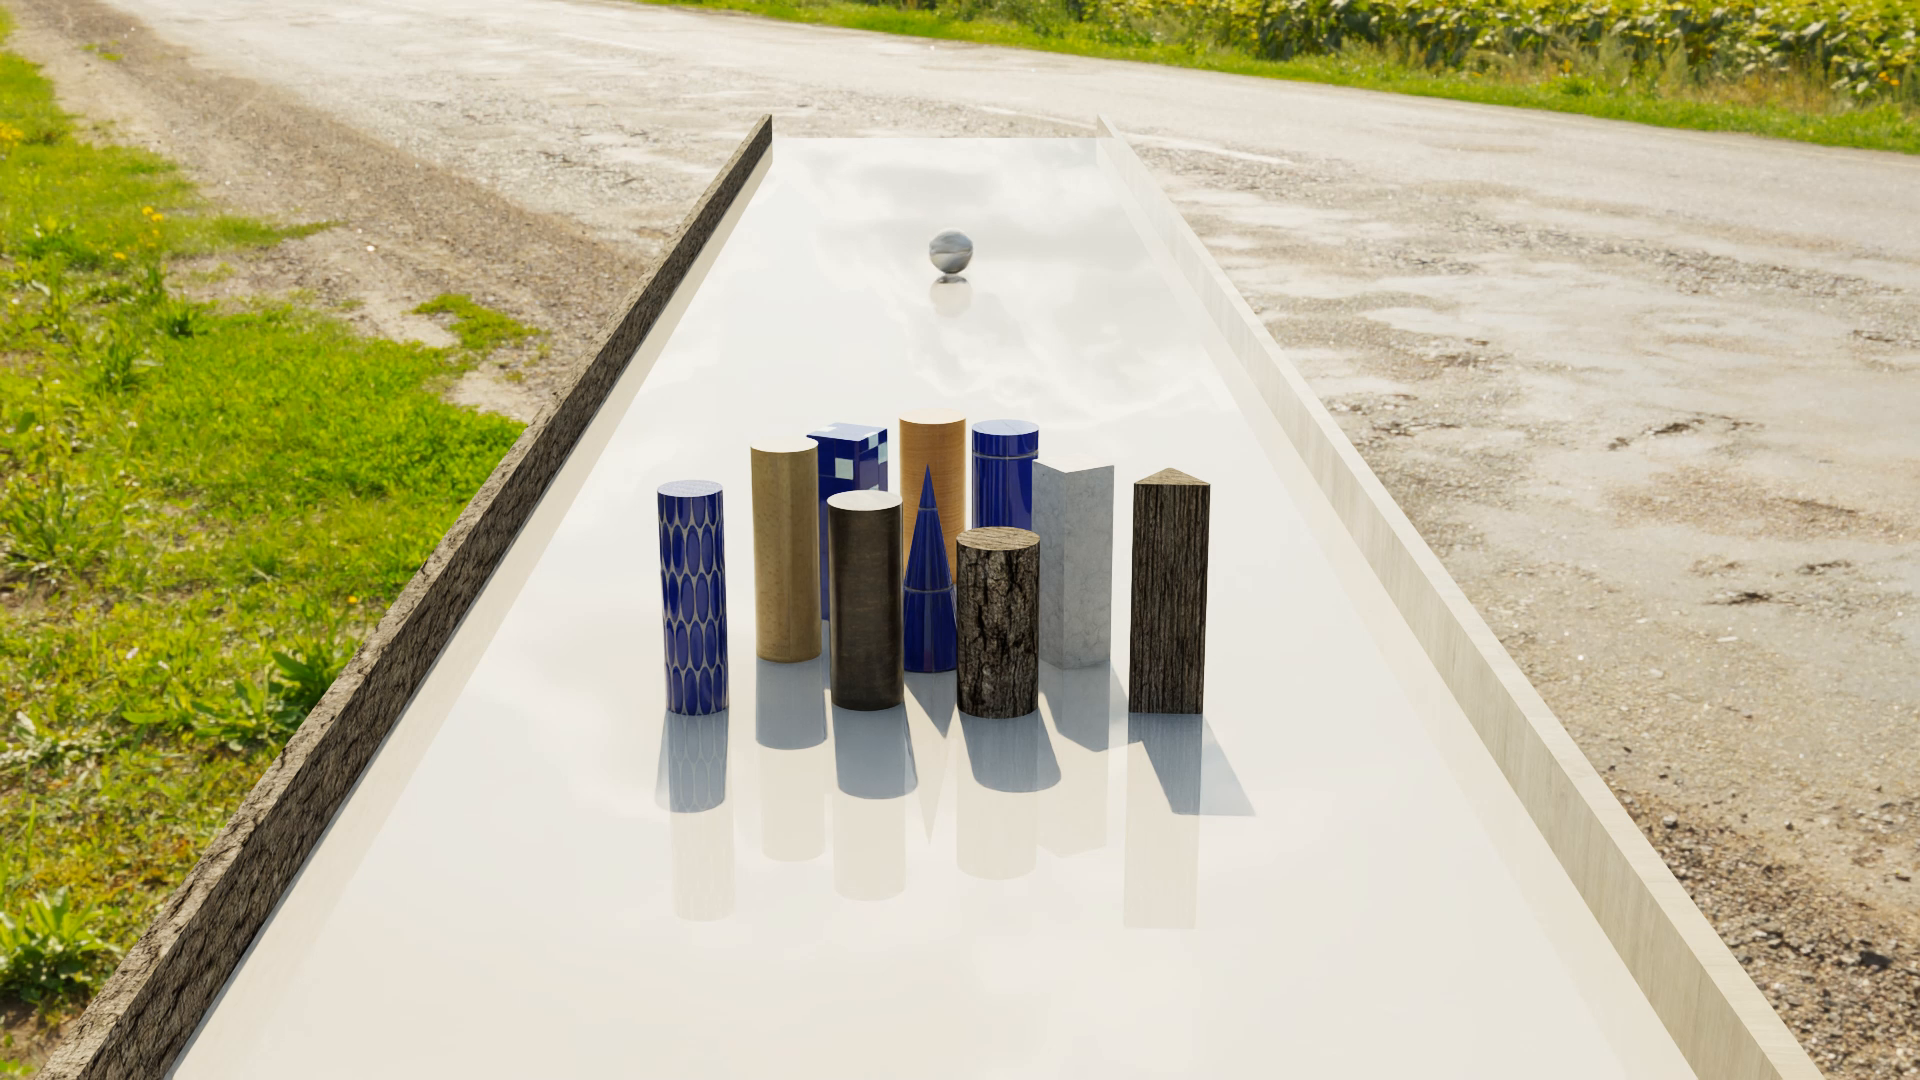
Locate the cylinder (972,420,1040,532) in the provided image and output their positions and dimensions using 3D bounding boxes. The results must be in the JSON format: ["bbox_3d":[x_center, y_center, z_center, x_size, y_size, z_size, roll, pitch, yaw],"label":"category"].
[{"bbox_3d":[0.095,-0.041,4.652,0.142,0.406,0.142,0,17,0],"label":"cylinder"}]

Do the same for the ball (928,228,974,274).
[{"bbox_3d":[-0.035,-1.154,8.782,0.186,0.186,0.186,0,17,0],"label":"ball"}]

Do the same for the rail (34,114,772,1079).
[{"bbox_3d":[-1.118,-0.838,7.780,0.050,0.150,12.000,0,17,-1],"label":"rail"}]

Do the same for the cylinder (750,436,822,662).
[{"bbox_3d":[-0.347,0.019,4.401,0.134,0.435,0.134,0,17,0],"label":"cylinder"}]

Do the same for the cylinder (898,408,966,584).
[{"bbox_3d":[-0.061,-0.096,4.897,0.149,0.371,0.149,0,17,0],"label":"cylinder"}]

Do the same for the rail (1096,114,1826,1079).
[{"bbox_3d":[0.932,-0.844,7.801,0.050,0.150,12.000,0,17,-1],"label":"rail"}]

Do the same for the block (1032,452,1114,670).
[{"bbox_3d":[0.222,0.042,4.375,0.116,0.405,0.116,-10,19,-31],"label":"block"}]

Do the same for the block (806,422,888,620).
[{"bbox_3d":[-0.236,-0.035,4.644,0.125,0.399,0.125,8,18,25],"label":"block"}]

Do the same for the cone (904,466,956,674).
[{"bbox_3d":[-0.063,0.044,4.359,0.161,0.410,0.161,0,17,0],"label":"cone"}]

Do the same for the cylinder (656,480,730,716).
[{"bbox_3d":[-0.498,0.108,4.118,0.121,0.425,0.121,0,17,0],"label":"cylinder"}]

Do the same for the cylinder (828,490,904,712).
[{"bbox_3d":[-0.177,0.114,4.154,0.141,0.393,0.141,0,17,0],"label":"cylinder"}]

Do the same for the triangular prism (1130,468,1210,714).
[{"bbox_3d":[0.390,0.094,4.128,0.137,0.445,0.119,1,17,3],"label":"triangular prism"}]

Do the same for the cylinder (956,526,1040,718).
[{"bbox_3d":[0.071,0.154,4.131,0.155,0.329,0.155,0,17,0],"label":"cylinder"}]
